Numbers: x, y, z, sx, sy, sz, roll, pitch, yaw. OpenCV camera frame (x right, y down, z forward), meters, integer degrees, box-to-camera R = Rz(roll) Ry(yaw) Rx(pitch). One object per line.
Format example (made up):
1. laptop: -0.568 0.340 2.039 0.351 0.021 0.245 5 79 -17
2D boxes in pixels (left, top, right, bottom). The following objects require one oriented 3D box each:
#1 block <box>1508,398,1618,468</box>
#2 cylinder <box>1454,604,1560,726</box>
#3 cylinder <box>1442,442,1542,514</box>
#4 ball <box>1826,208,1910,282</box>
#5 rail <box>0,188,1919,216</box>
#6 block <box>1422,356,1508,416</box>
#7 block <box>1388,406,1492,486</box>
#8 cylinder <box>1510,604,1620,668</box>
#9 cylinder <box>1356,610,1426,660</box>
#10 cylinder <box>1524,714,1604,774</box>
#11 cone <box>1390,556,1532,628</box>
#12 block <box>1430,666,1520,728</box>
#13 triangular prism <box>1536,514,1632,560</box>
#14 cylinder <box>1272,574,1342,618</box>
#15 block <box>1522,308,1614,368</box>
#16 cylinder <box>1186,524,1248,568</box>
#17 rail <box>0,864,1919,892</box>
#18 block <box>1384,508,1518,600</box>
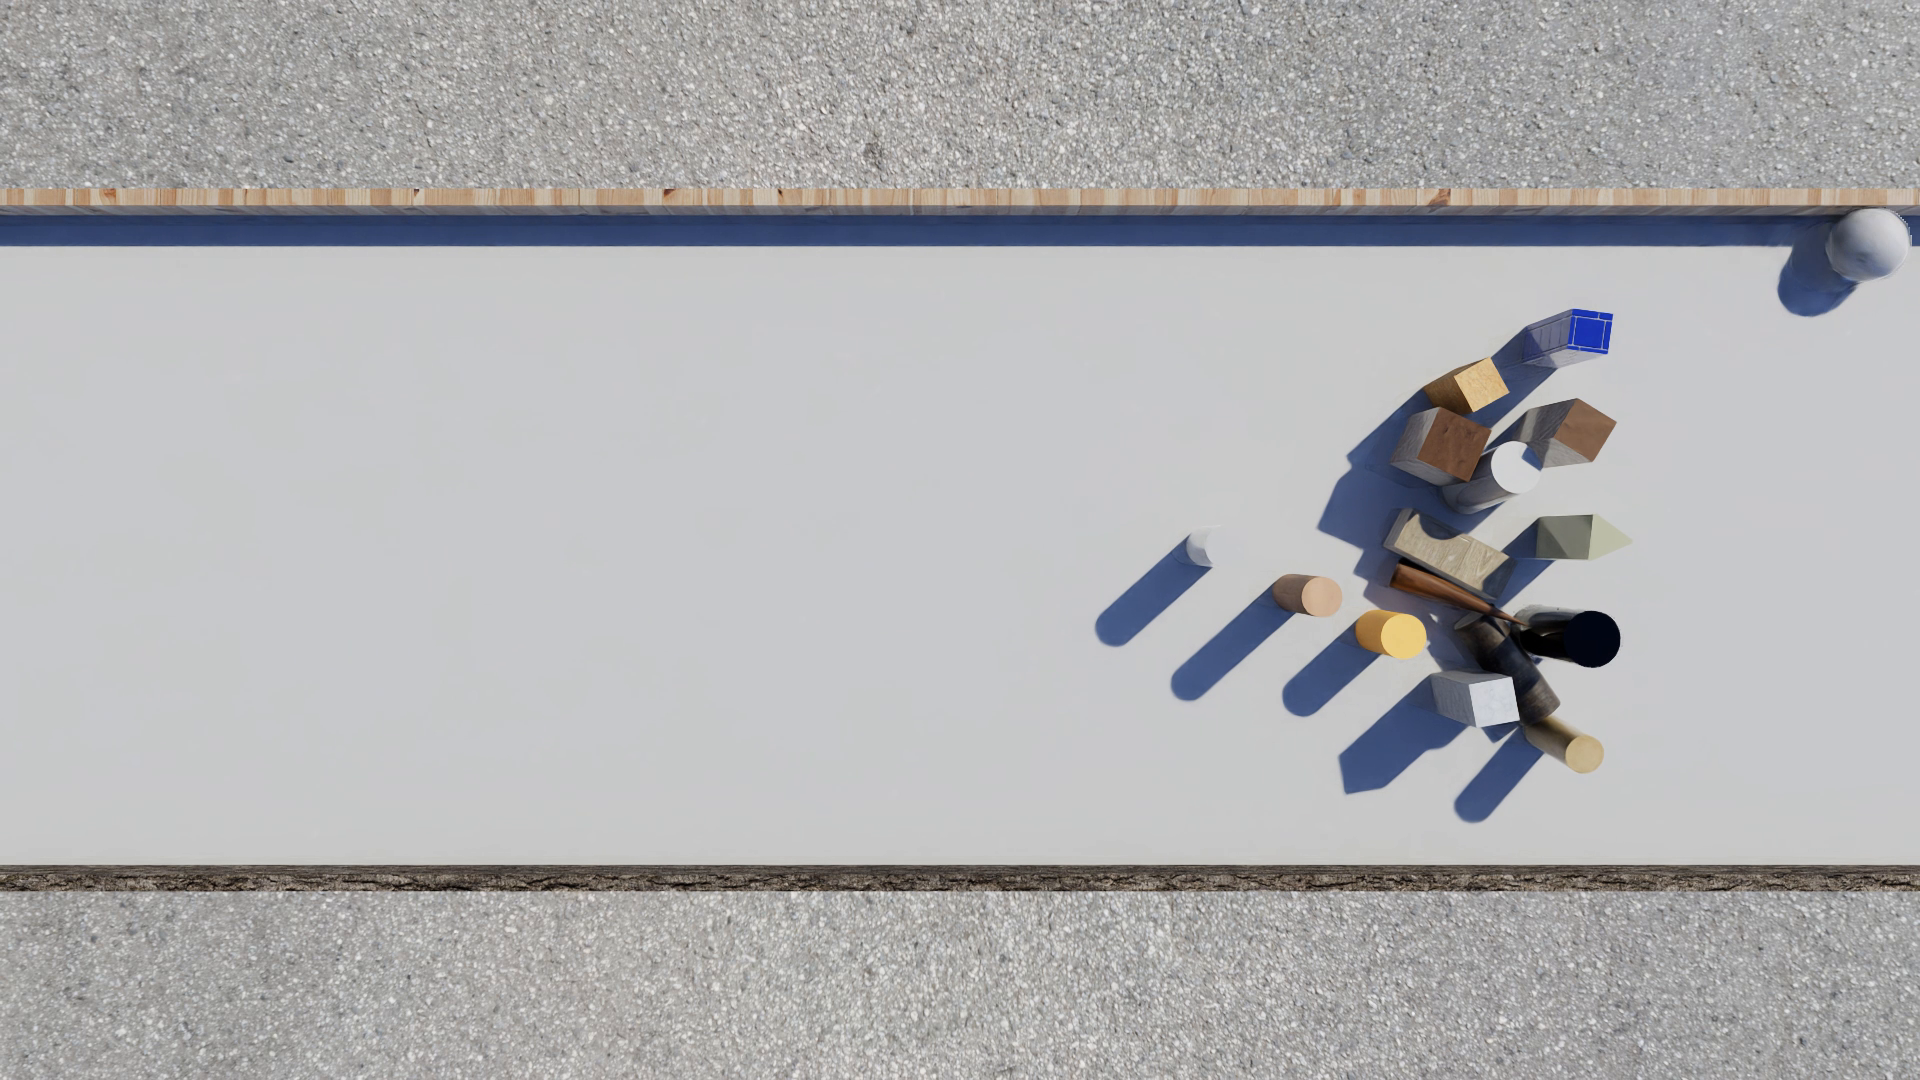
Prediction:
1. block: 1.772 -0.312 4.875 0.133 0.403 0.133 32 90 0
2. cylinder: 1.661 0.378 5.008 0.137 0.137 0.358 -35 90 0
3. cylinder: 1.577 -0.183 4.905 0.155 0.315 0.155 2 80 -9
4. ball: 2.733 -0.888 4.966 0.220 0.220 0.220 0 90 0
5. rail: -2.247 -1.025 5.002 12.000 0.150 0.050 0 90 0
6. block: 1.503 -0.448 4.914 0.118 0.325 0.118 -29 90 0
7. block: 1.429 -0.276 4.921 0.165 0.310 0.165 24 90 0
8. cylinder: 1.776 0.279 4.855 0.162 0.443 0.162 0 90 0
9. cylinder: 1.282 0.279 4.921 0.131 0.311 0.131 0 90 0
10. cylinder: 1.797 0.601 4.917 0.114 0.307 0.114 0 97 -3
11. cone: 1.514 0.179 4.955 0.428 0.101 0.101 24 90 20
12. block: 1.518 0.462 4.882 0.125 0.389 0.125 -10 90 0
13. triangular prism: 1.811 -0.022 4.862 0.134 0.430 0.116 -24 90 0
14. cylinder: 1.020 0.161 4.860 0.115 0.432 0.115 0 90 0
15. block: 1.793 -0.594 4.884 0.117 0.386 0.117 8 90 0
16. cylinder: 0.759 0.019 4.883 0.124 0.386 0.124 0 90 0
17. rail: -2.247 1.025 5.001 12.000 0.150 0.050 0 90 0
18. block: 1.488 0.041 5.011 0.353 0.131 0.131 27 90 0
